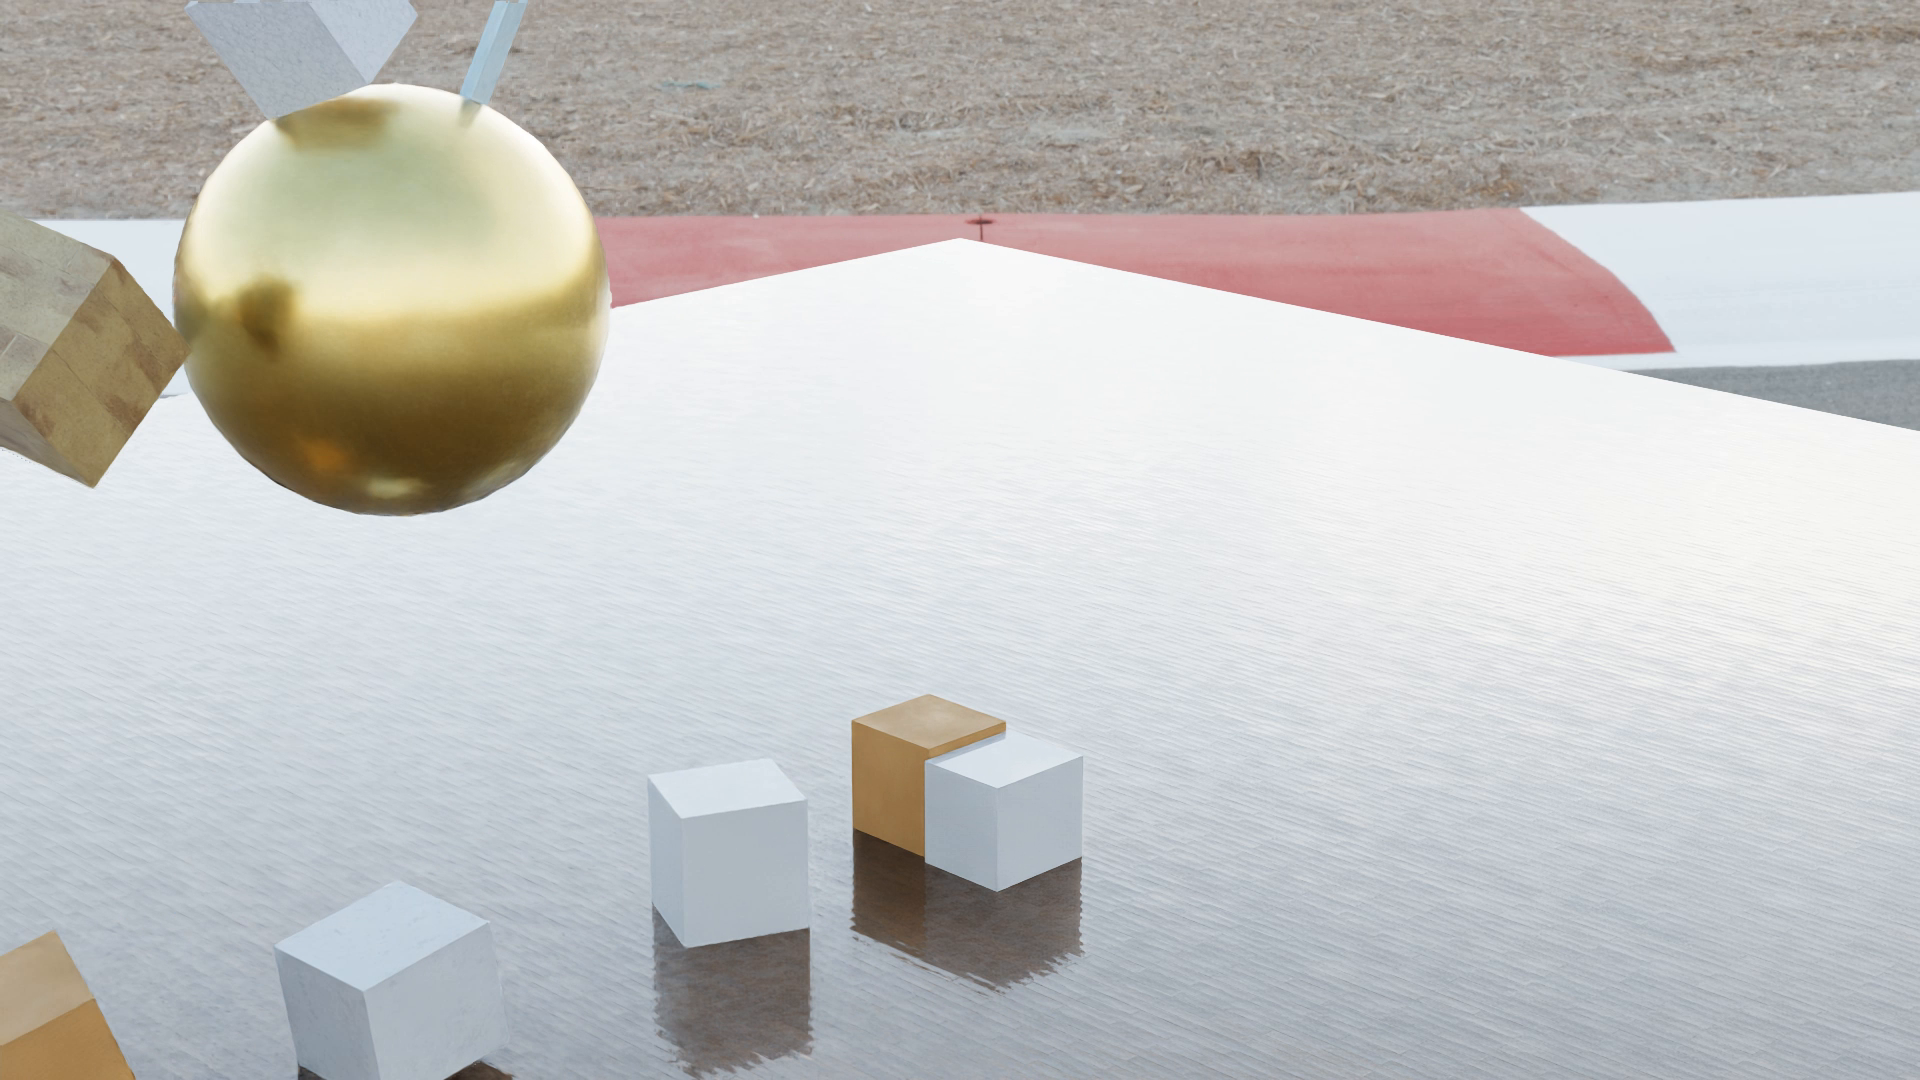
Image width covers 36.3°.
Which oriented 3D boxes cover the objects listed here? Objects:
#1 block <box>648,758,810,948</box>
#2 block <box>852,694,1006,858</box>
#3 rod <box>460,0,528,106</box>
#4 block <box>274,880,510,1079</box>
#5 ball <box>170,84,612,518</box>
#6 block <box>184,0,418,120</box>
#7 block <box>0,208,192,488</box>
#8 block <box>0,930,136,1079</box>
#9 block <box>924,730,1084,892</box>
[{"bbox_3d":[-1.024,1.376,12.950,0.569,0.610,0.525,-7,19,-20],"label":"block"},{"bbox_3d":[-0.147,1.112,13.893,0.508,0.548,0.525,-17,24,-42],"label":"block"},{"bbox_3d":[-0.909,-4.059,11.114,0.080,5.200,0.080,17,-6,42],"label":"rod"},{"bbox_3d":[-2.243,1.794,11.593,0.587,0.549,0.613,16,31,40],"label":"block"},{"bbox_3d":[-2.097,-0.883,10.866,1.600,1.600,1.600,0,17,0],"label":"ball"},{"bbox_3d":[-2.341,-1.880,10.445,0.491,0.502,0.438,-12,37,31],"label":"block"},{"bbox_3d":[-3.035,-0.638,9.706,0.548,0.583,0.584,22,70,22],"label":"block"},{"bbox_3d":[-3.415,1.961,10.749,0.638,0.644,0.654,-28,27,-19],"label":"block"},{"bbox_3d":[0.203,1.243,13.548,0.565,0.504,0.467,-17,24,-42],"label":"block"}]
